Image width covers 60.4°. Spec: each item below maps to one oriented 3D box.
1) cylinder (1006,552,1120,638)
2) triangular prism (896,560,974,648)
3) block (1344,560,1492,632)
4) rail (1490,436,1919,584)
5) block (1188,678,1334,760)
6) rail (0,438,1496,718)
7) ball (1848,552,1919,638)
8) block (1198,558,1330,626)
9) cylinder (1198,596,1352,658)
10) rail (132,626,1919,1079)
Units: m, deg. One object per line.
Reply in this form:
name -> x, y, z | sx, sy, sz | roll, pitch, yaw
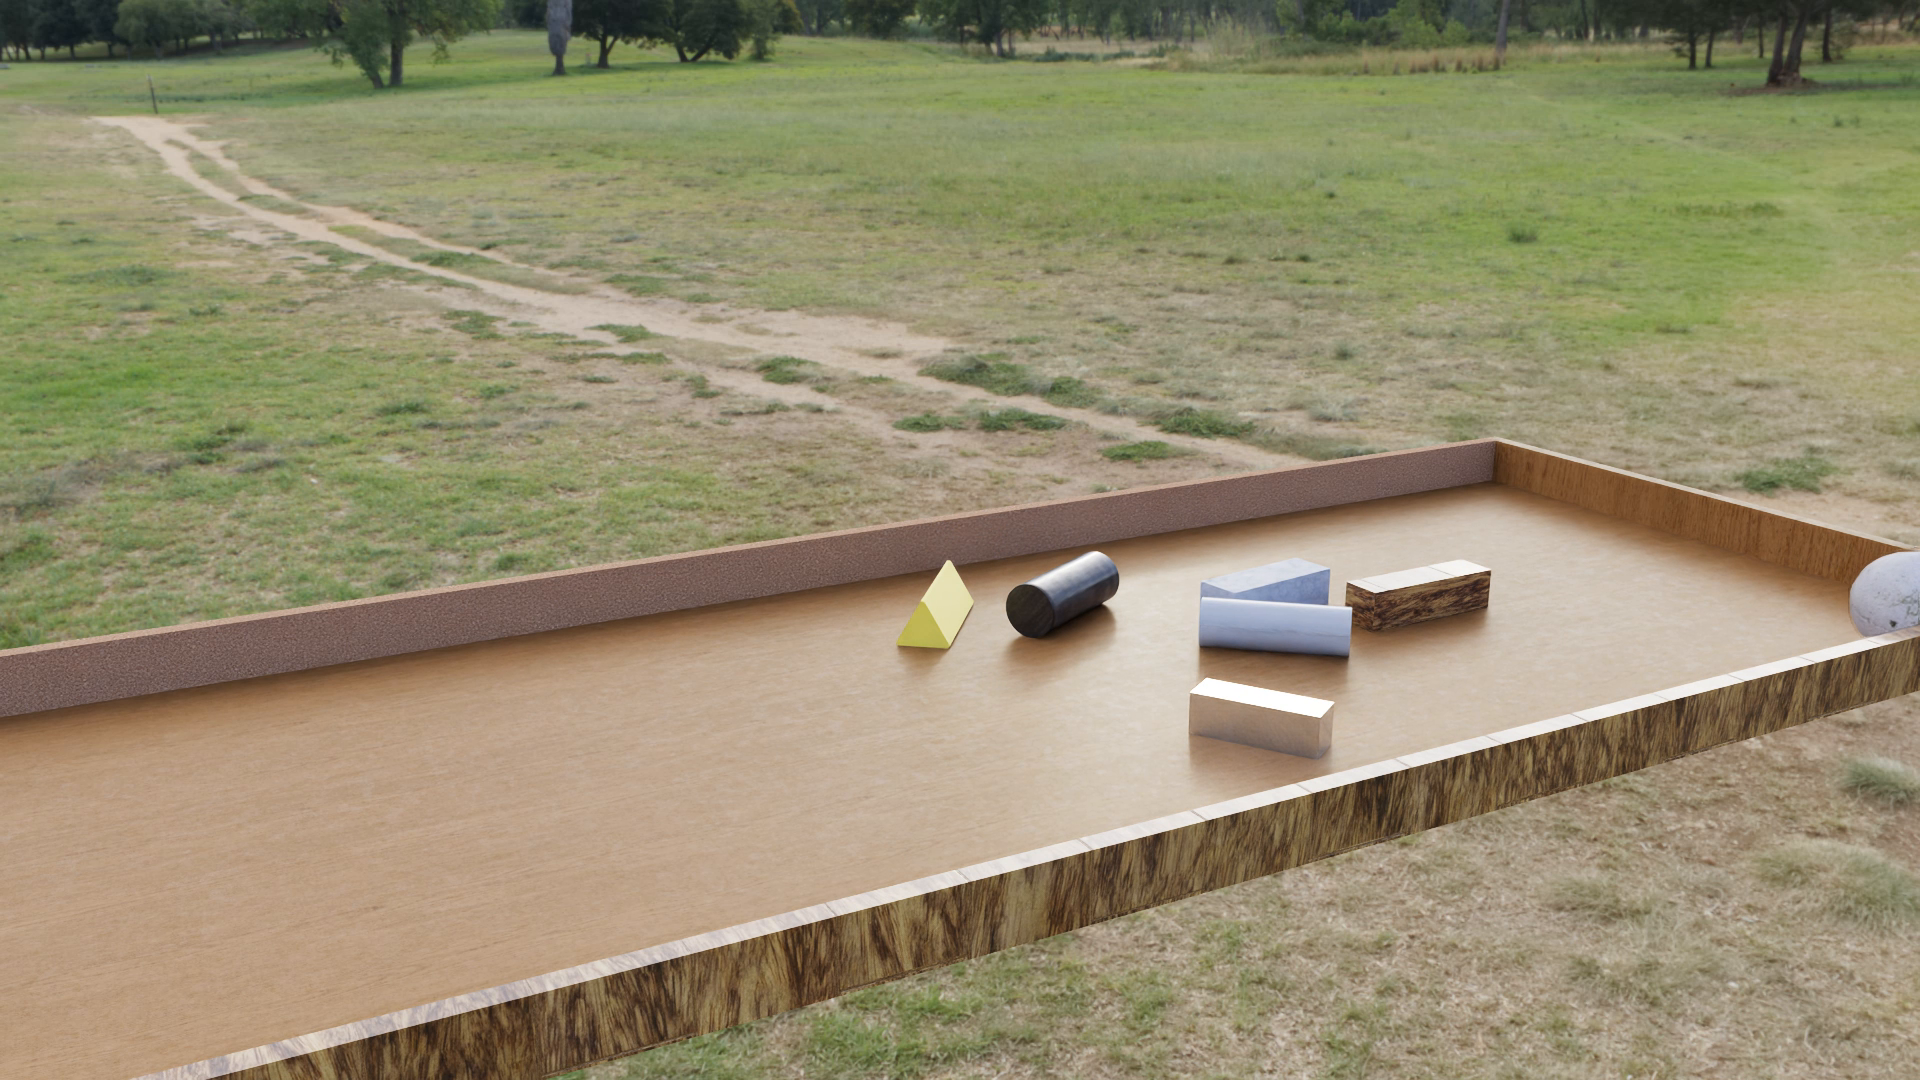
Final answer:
cylinder -> 0.289, 0.148, 4.585 | 0.150, 0.150, 0.368 | 11, 19, 32
triangular prism -> -0.065, 0.170, 4.544 | 0.144, 0.125, 0.372 | 3, 17, 10
block -> 1.286, 0.154, 4.628 | 0.434, 0.114, 0.114 | -9, 19, -28
rail -> 2.466, -0.048, 5.253 | 0.050, 0.150, 2.100 | -9, 18, -27
block -> 0.689, 0.408, 3.782 | 0.308, 0.103, 0.103 | 9, 19, 28
rail -> -3.305, 0.497, 3.399 | 12.000, 0.150, 0.050 | -9, 18, -27
ball -> 2.473, 0.167, 4.300 | 0.275, 0.275, 0.275 | 0, 16, 0
block -> 0.849, 0.158, 4.585 | 0.376, 0.130, 0.130 | -12, 20, -34
cylinder -> 0.829, 0.229, 4.342 | 0.387, 0.132, 0.132 | 4, 17, 12
rail -> -2.336, 1.006, 1.665 | 12.000, 0.150, 0.050 | -9, 18, -27
